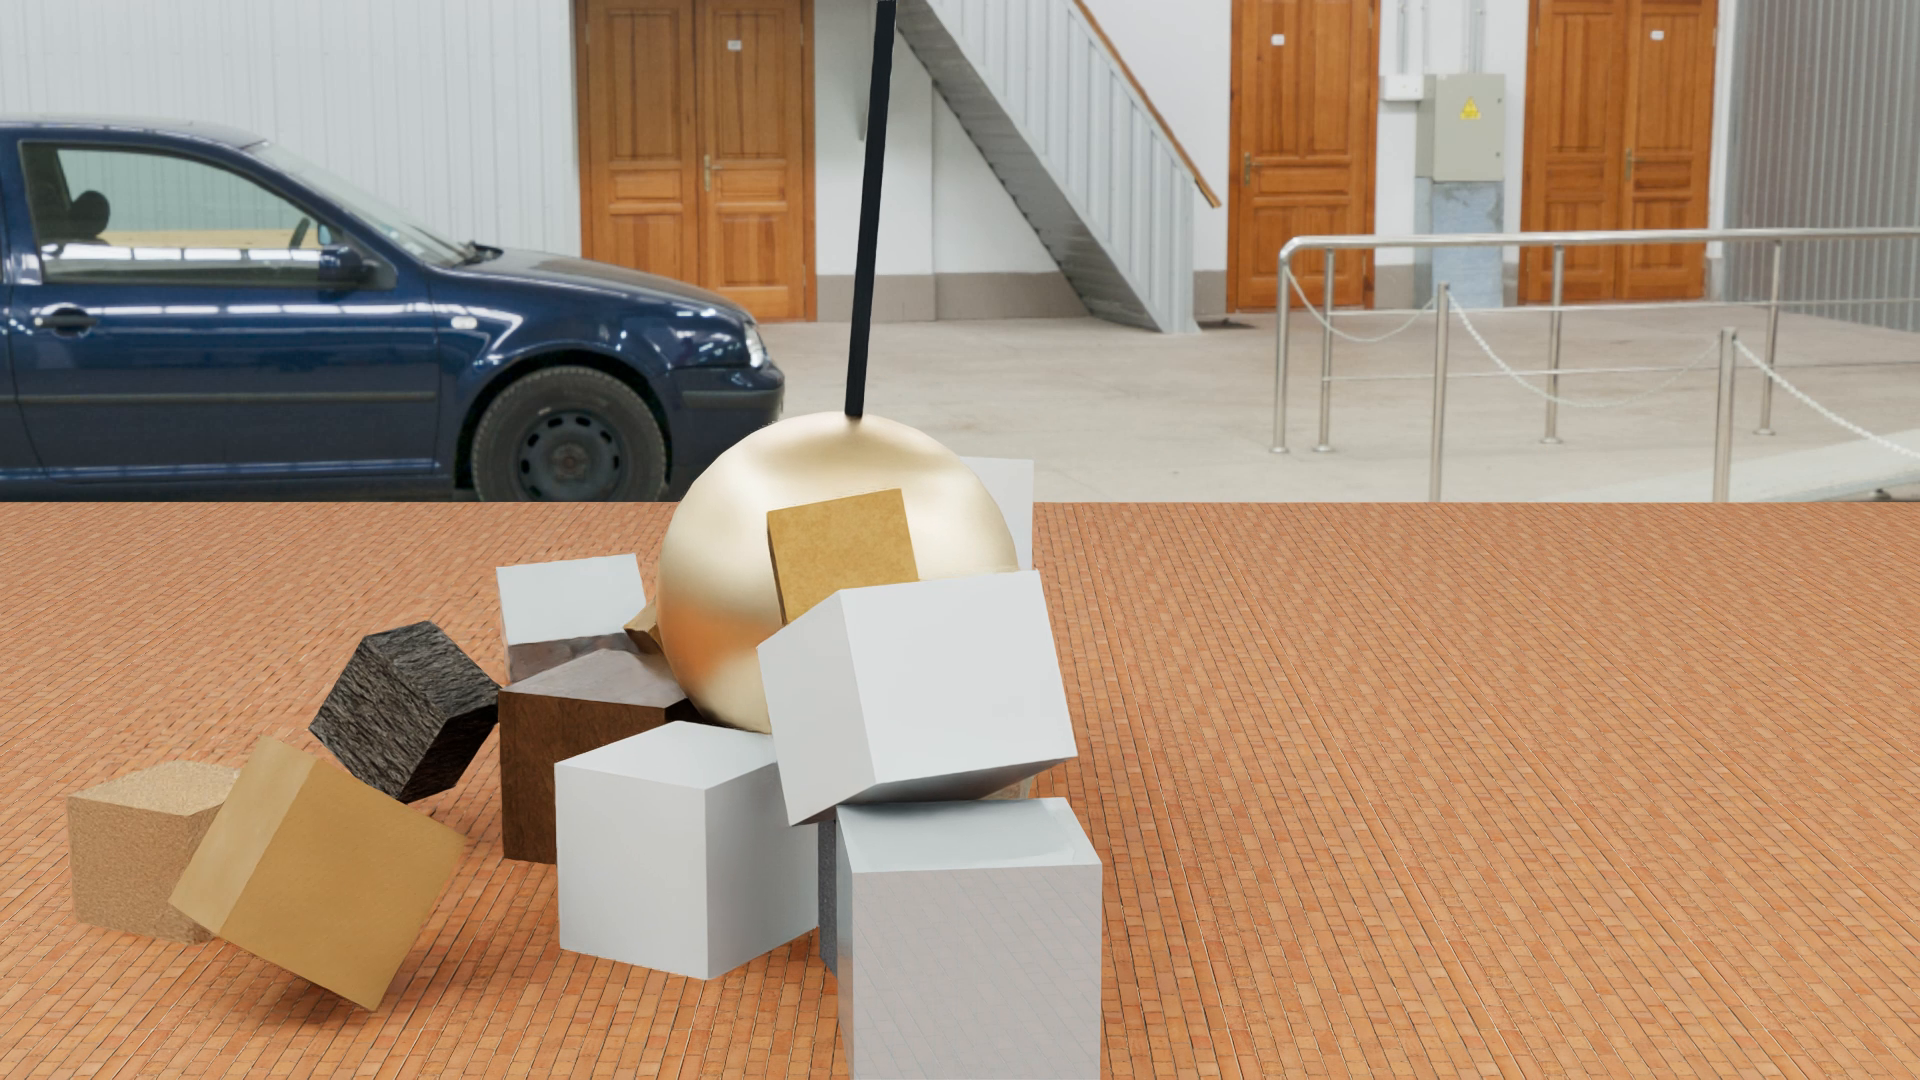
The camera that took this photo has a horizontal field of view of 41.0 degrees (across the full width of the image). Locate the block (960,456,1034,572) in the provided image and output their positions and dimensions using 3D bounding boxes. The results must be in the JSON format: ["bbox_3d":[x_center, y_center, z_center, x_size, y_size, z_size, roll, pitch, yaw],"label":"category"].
[{"bbox_3d":[-0.065,-0.075,13.121,0.622,0.682,0.618,1,0,-37],"label":"block"}]

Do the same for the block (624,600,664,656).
[{"bbox_3d":[-1.301,0.450,12.538,0.434,0.419,0.402,-44,18,-18],"label":"block"}]

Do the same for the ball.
[{"bbox_3d":[-0.530,0.238,11.224,1.600,1.600,1.600,0,10,0],"label":"ball"}]

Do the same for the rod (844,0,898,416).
[{"bbox_3d":[-0.230,-3.094,10.618,0.080,5.200,0.080,5,10,-1],"label":"rod"}]

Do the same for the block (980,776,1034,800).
[{"bbox_3d":[-0.073,0.801,12.581,0.820,0.922,0.911,1,10,6],"label":"block"}]

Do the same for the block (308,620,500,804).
[{"bbox_3d":[-2.531,0.799,11.814,0.561,0.571,0.486,42,22,15],"label":"block"}]

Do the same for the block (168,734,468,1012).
[{"bbox_3d":[-2.444,1.256,9.760,0.683,0.723,0.659,34,-14,-30],"label":"block"}]

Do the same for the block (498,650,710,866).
[{"bbox_3d":[-1.505,1.013,11.807,0.848,0.783,0.902,4,11,22],"label":"block"}]

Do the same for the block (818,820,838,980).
[{"bbox_3d":[-0.165,1.408,10.048,0.622,0.635,0.691,-3,11,-18],"label":"block"}]

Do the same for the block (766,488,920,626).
[{"bbox_3d":[-0.462,0.124,10.180,0.531,0.475,0.489,-10,-12,-6],"label":"block"}]

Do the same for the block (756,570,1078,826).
[{"bbox_3d":[-0.181,0.610,9.806,0.828,0.721,0.869,-5,-13,-27],"label":"block"}]

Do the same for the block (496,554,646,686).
[{"bbox_3d":[-1.967,0.629,13.188,0.713,0.794,0.717,-6,33,-12],"label":"block"}]

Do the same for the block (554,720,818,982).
[{"bbox_3d":[-1.099,1.251,10.515,0.745,0.778,0.813,6,12,30],"label":"block"}]

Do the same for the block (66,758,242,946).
[{"bbox_3d":[-3.272,1.306,10.839,0.662,0.550,0.643,5,12,27],"label":"block"}]

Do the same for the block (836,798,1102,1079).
[{"bbox_3d":[0.014,1.456,9.243,0.860,0.829,0.831,-1,10,-6],"label":"block"}]
